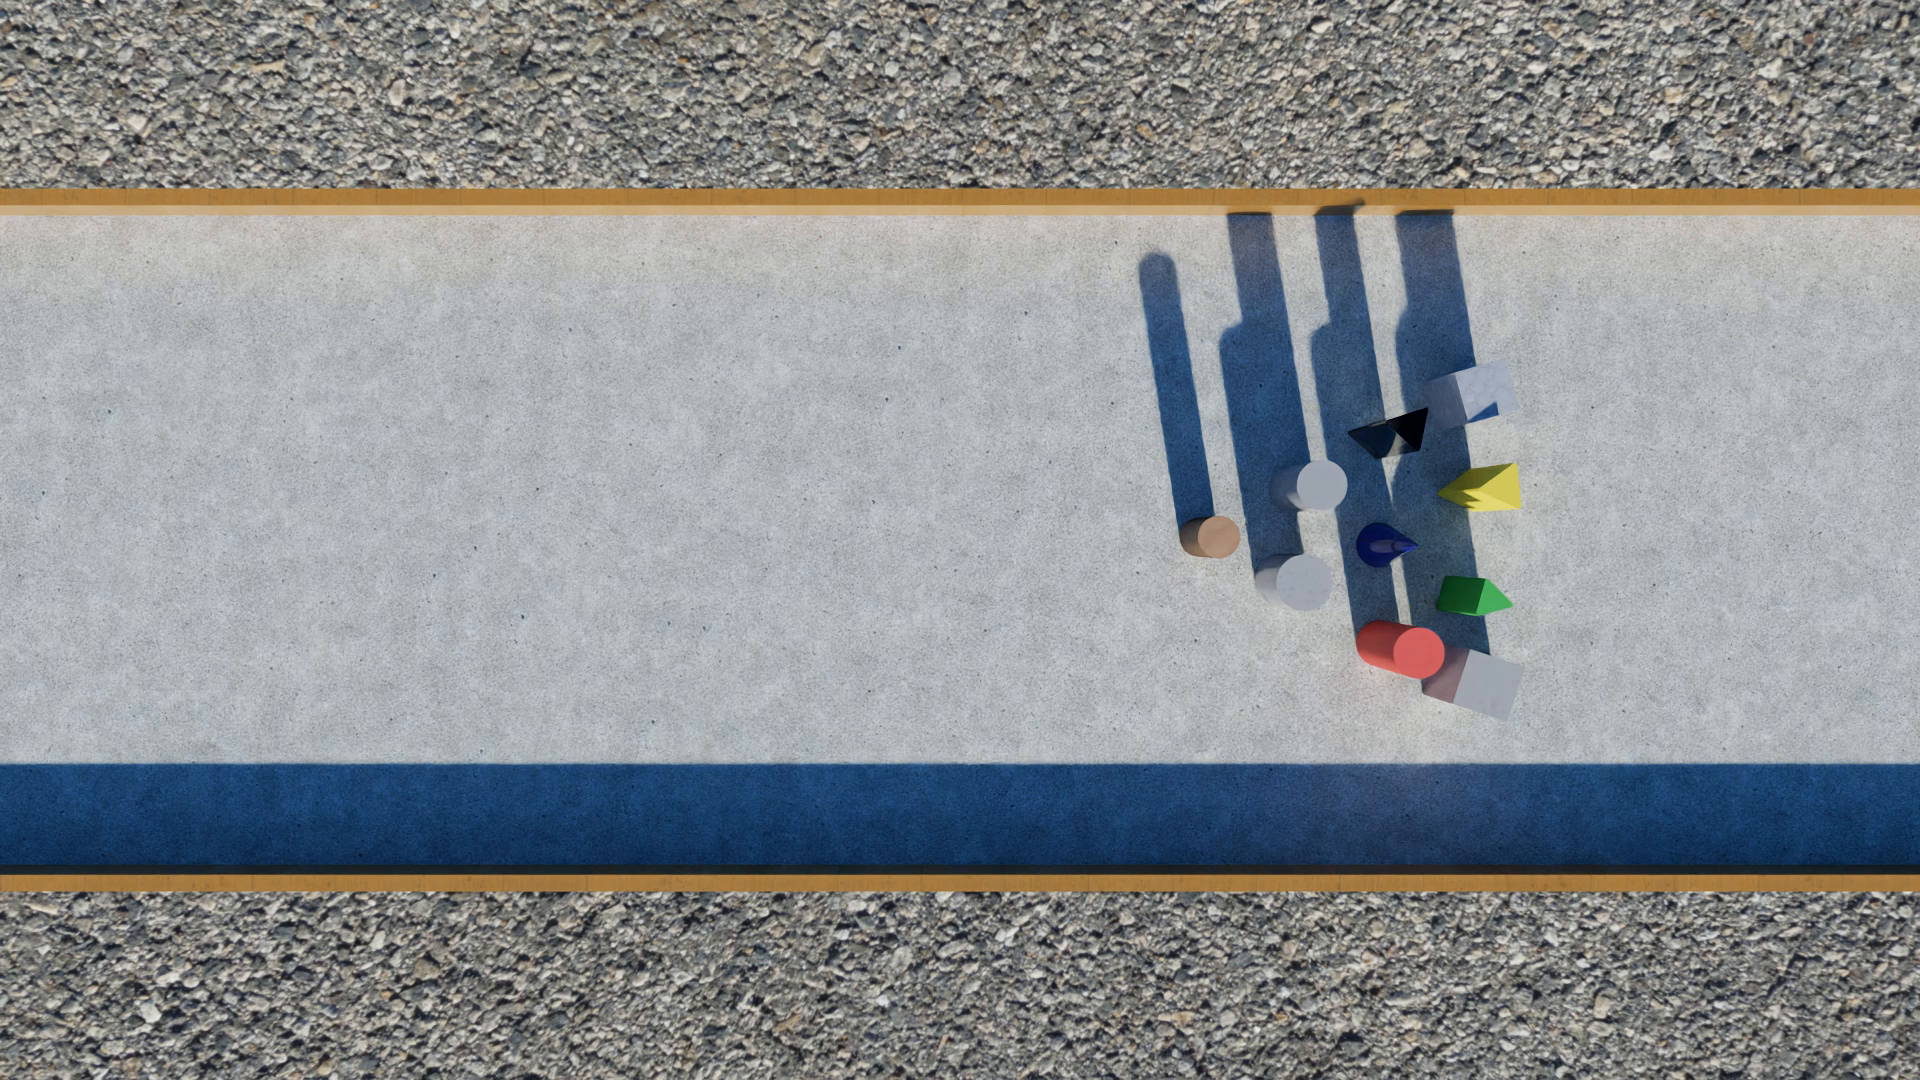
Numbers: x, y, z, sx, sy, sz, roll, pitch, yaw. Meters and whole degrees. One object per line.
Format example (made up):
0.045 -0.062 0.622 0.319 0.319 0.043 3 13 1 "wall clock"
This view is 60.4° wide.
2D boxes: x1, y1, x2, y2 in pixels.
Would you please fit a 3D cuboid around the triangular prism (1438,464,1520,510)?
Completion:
1.550 -0.167 4.872 0.129 0.409 0.112 24 90 0 "triangular prism"

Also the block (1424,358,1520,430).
1.520 -0.430 4.915 0.153 0.323 0.153 -16 90 0 "block"

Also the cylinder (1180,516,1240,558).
0.736 -0.009 4.880 0.121 0.393 0.121 0 90 0 "cylinder"

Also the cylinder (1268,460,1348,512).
1.022 -0.155 4.864 0.143 0.425 0.143 0 90 0 "cylinder"

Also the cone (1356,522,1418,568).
1.288 0.016 4.849 0.138 0.455 0.138 0 90 0 "cone"

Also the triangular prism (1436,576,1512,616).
1.507 0.155 4.879 0.108 0.395 0.094 -15 90 0 "triangular prism"

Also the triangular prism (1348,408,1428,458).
1.274 -0.330 4.847 0.124 0.459 0.107 42 90 0 "triangular prism"

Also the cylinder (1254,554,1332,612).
0.989 0.123 4.906 0.164 0.341 0.164 0 90 0 "cylinder"

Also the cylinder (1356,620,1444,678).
1.291 0.318 4.857 0.144 0.439 0.144 0 90 0 "cylinder"

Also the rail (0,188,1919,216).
-2.247 -1.025 5.002 12.000 0.150 0.050 0 90 0 "rail"

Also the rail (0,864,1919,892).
-2.247 1.025 5.001 12.000 0.150 0.050 0 90 0 "rail"

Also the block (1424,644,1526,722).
1.530 0.421 4.924 0.168 0.305 0.168 18 90 0 "block"
